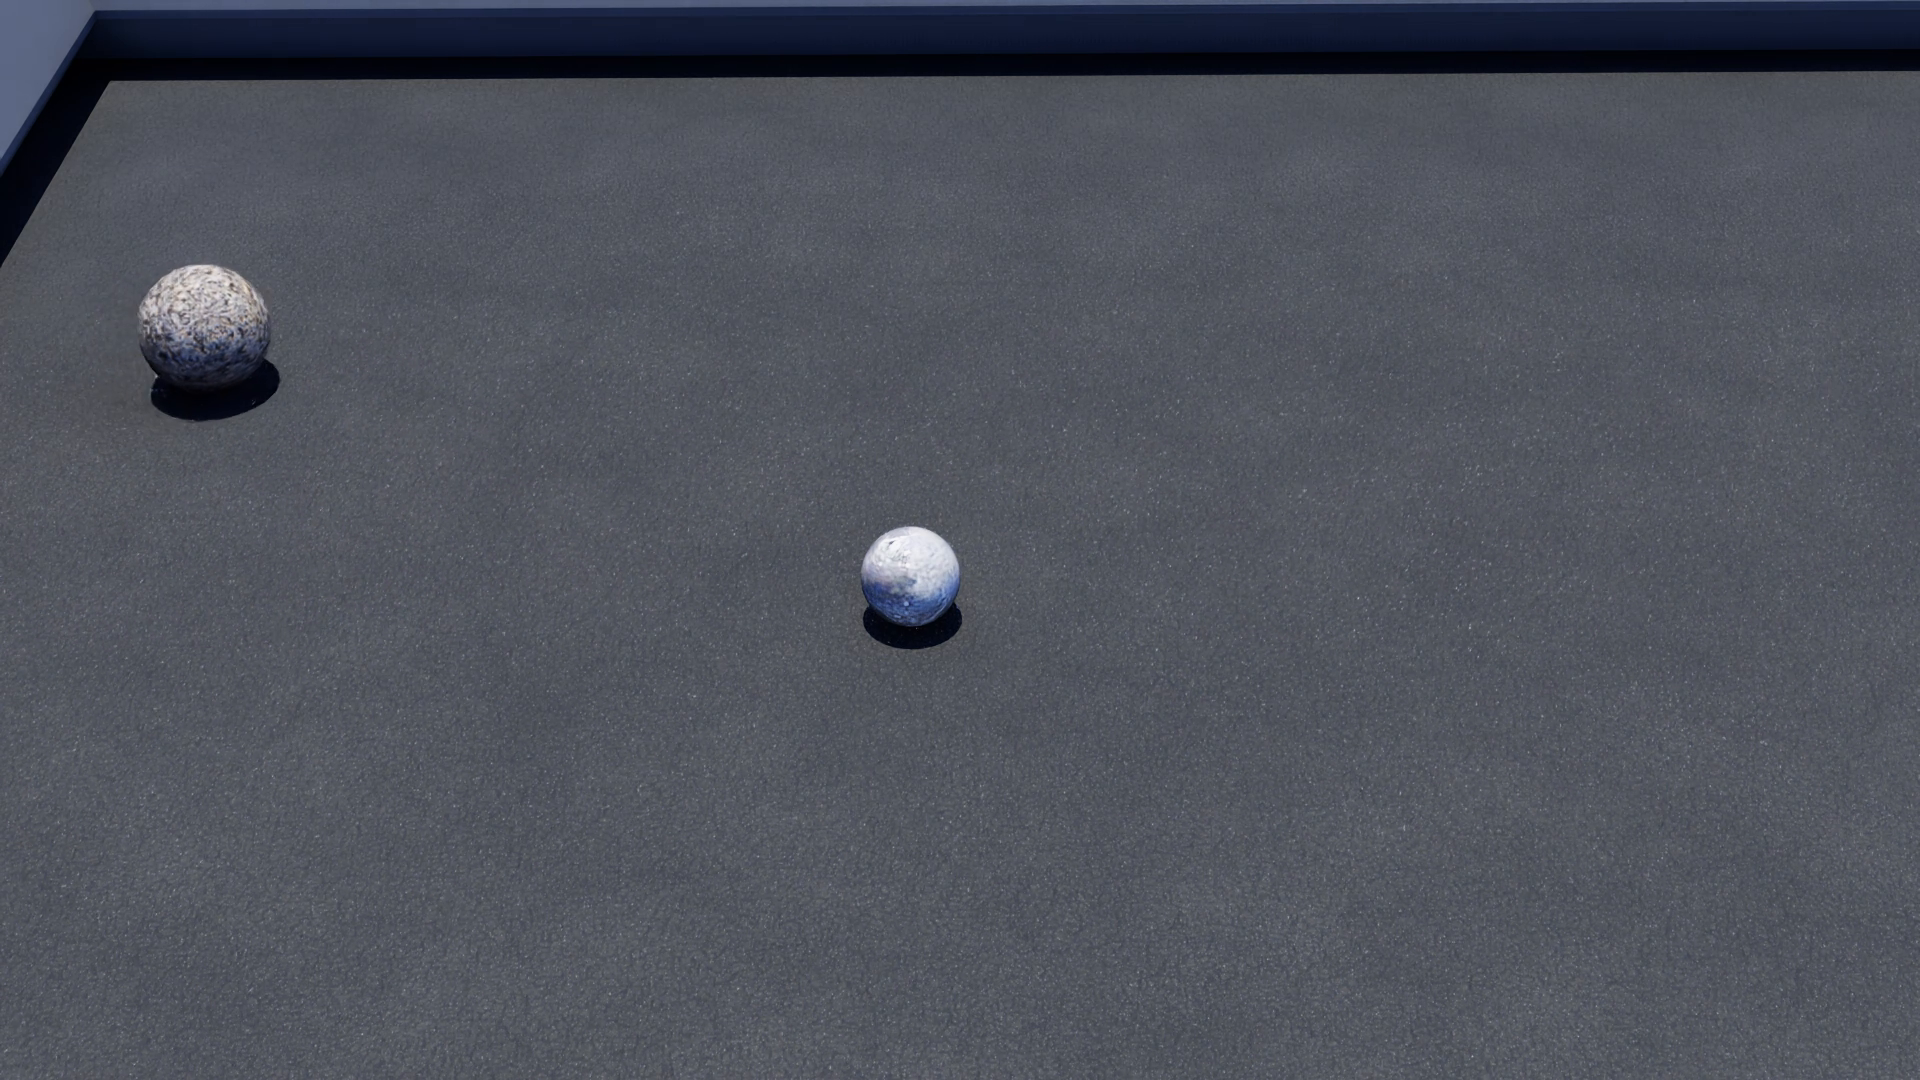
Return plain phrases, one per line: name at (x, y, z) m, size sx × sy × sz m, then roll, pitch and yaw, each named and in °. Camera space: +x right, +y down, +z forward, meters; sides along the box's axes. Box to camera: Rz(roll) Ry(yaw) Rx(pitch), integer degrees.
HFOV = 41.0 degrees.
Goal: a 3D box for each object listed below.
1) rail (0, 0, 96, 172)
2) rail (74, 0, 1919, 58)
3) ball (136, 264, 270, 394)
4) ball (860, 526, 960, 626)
rail at (-0.795, -0.013, 1.679) m, size 0.045 × 0.124 × 1.681 m, roll 0°, pitch 36°, yaw -1°
rail at (0.809, -0.501, 2.359) m, size 3.277 × 0.124 × 0.045 m, roll 0°, pitch 36°, yaw -1°
ball at (-0.562, -0.157, 1.906) m, size 0.096 × 0.096 × 0.096 m, roll 0°, pitch 36°, yaw 0°
ball at (-0.032, 0.024, 1.680) m, size 0.066 × 0.066 × 0.066 m, roll 0°, pitch 36°, yaw 0°
